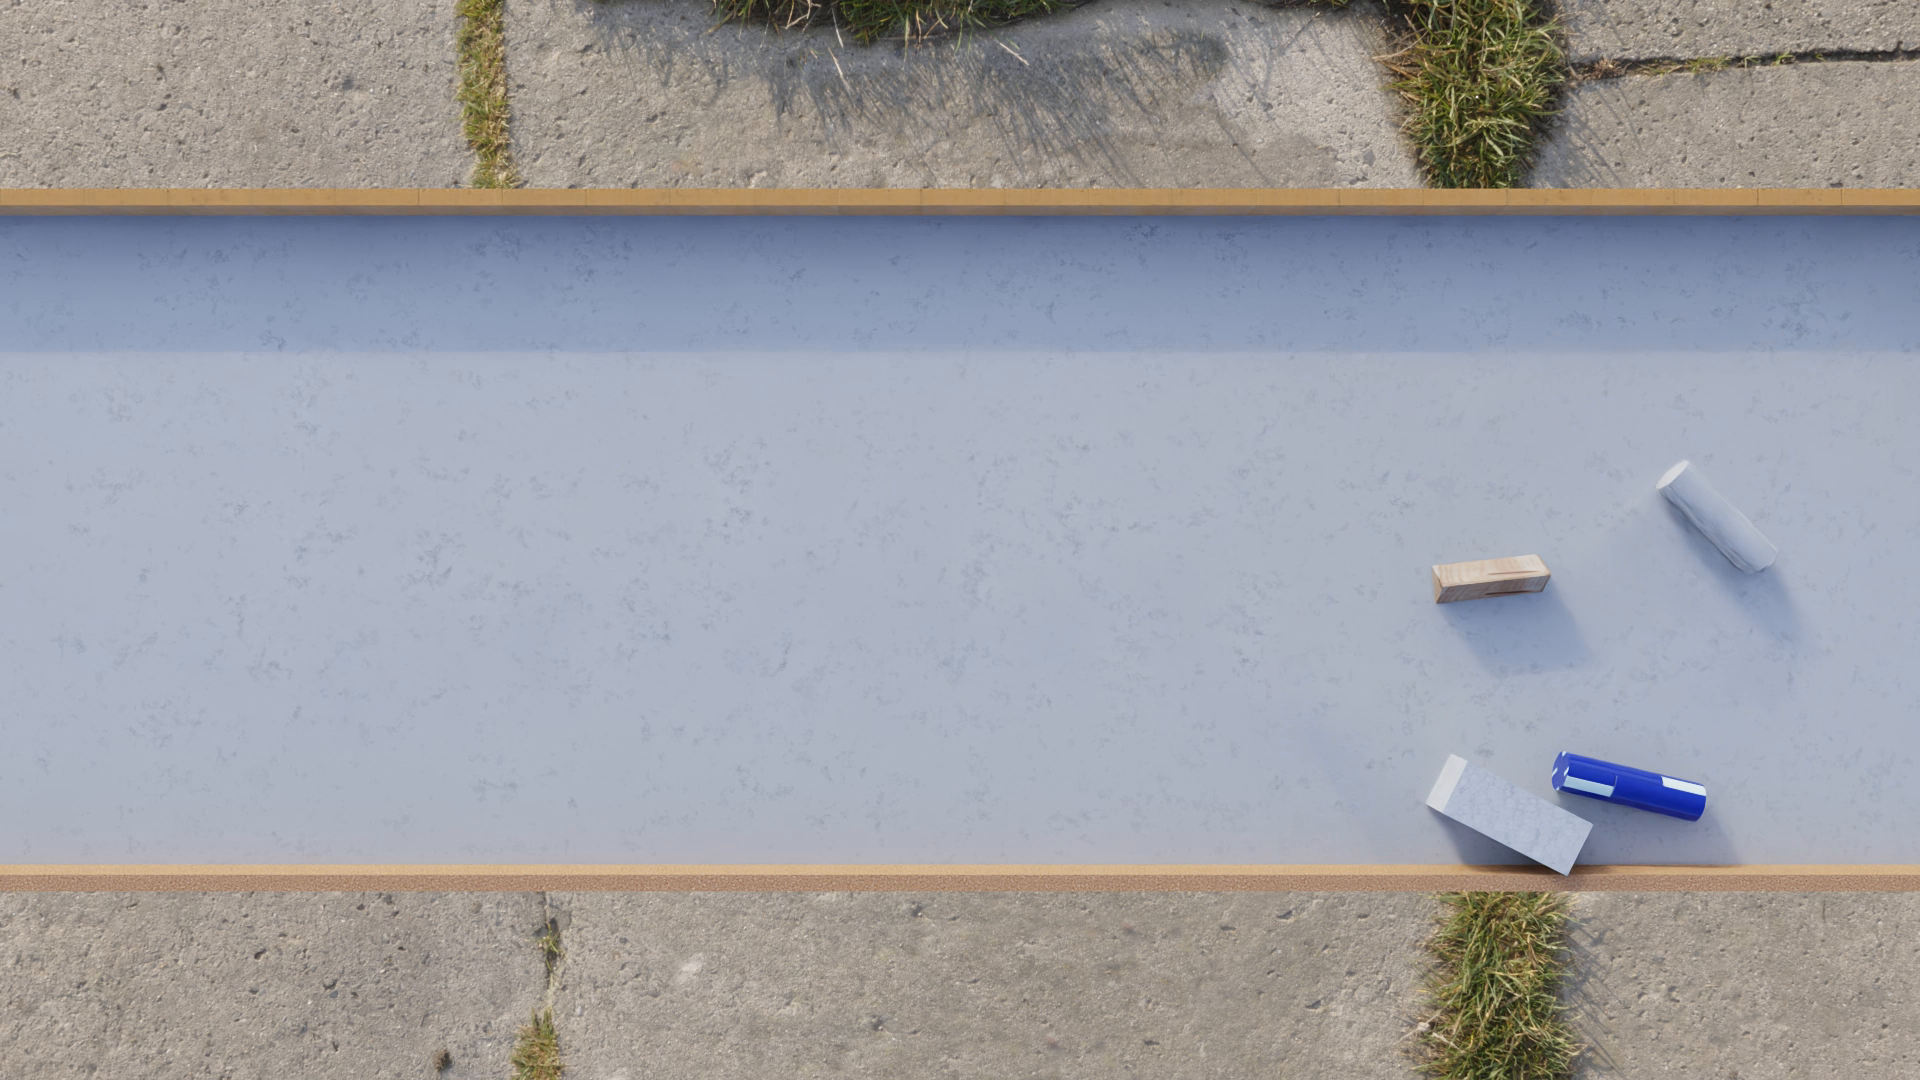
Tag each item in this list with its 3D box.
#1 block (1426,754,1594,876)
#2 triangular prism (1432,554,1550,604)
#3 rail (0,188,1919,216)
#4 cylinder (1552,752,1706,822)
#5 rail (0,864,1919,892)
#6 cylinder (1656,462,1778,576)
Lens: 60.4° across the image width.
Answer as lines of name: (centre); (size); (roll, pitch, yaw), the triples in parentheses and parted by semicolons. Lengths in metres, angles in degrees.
block: (1.658, 0.828, 4.990); (0.418, 0.173, 0.173); (27, 90, 0)
triangular prism: (1.620, 0.120, 5.024); (0.329, 0.100, 0.115); (-6, 90, 0)
rail: (-2.247, -1.025, 5.002); (12.000, 0.150, 0.050); (0, 90, 0)
cylinder: (2.032, 0.750, 5.016); (0.425, 0.121, 0.121); (13, 90, 0)
rail: (-2.247, 1.025, 5.001); (12.000, 0.150, 0.050); (0, 90, 0)
cylinder: (2.303, -0.066, 5.019); (0.380, 0.116, 0.116); (44, 90, 0)
